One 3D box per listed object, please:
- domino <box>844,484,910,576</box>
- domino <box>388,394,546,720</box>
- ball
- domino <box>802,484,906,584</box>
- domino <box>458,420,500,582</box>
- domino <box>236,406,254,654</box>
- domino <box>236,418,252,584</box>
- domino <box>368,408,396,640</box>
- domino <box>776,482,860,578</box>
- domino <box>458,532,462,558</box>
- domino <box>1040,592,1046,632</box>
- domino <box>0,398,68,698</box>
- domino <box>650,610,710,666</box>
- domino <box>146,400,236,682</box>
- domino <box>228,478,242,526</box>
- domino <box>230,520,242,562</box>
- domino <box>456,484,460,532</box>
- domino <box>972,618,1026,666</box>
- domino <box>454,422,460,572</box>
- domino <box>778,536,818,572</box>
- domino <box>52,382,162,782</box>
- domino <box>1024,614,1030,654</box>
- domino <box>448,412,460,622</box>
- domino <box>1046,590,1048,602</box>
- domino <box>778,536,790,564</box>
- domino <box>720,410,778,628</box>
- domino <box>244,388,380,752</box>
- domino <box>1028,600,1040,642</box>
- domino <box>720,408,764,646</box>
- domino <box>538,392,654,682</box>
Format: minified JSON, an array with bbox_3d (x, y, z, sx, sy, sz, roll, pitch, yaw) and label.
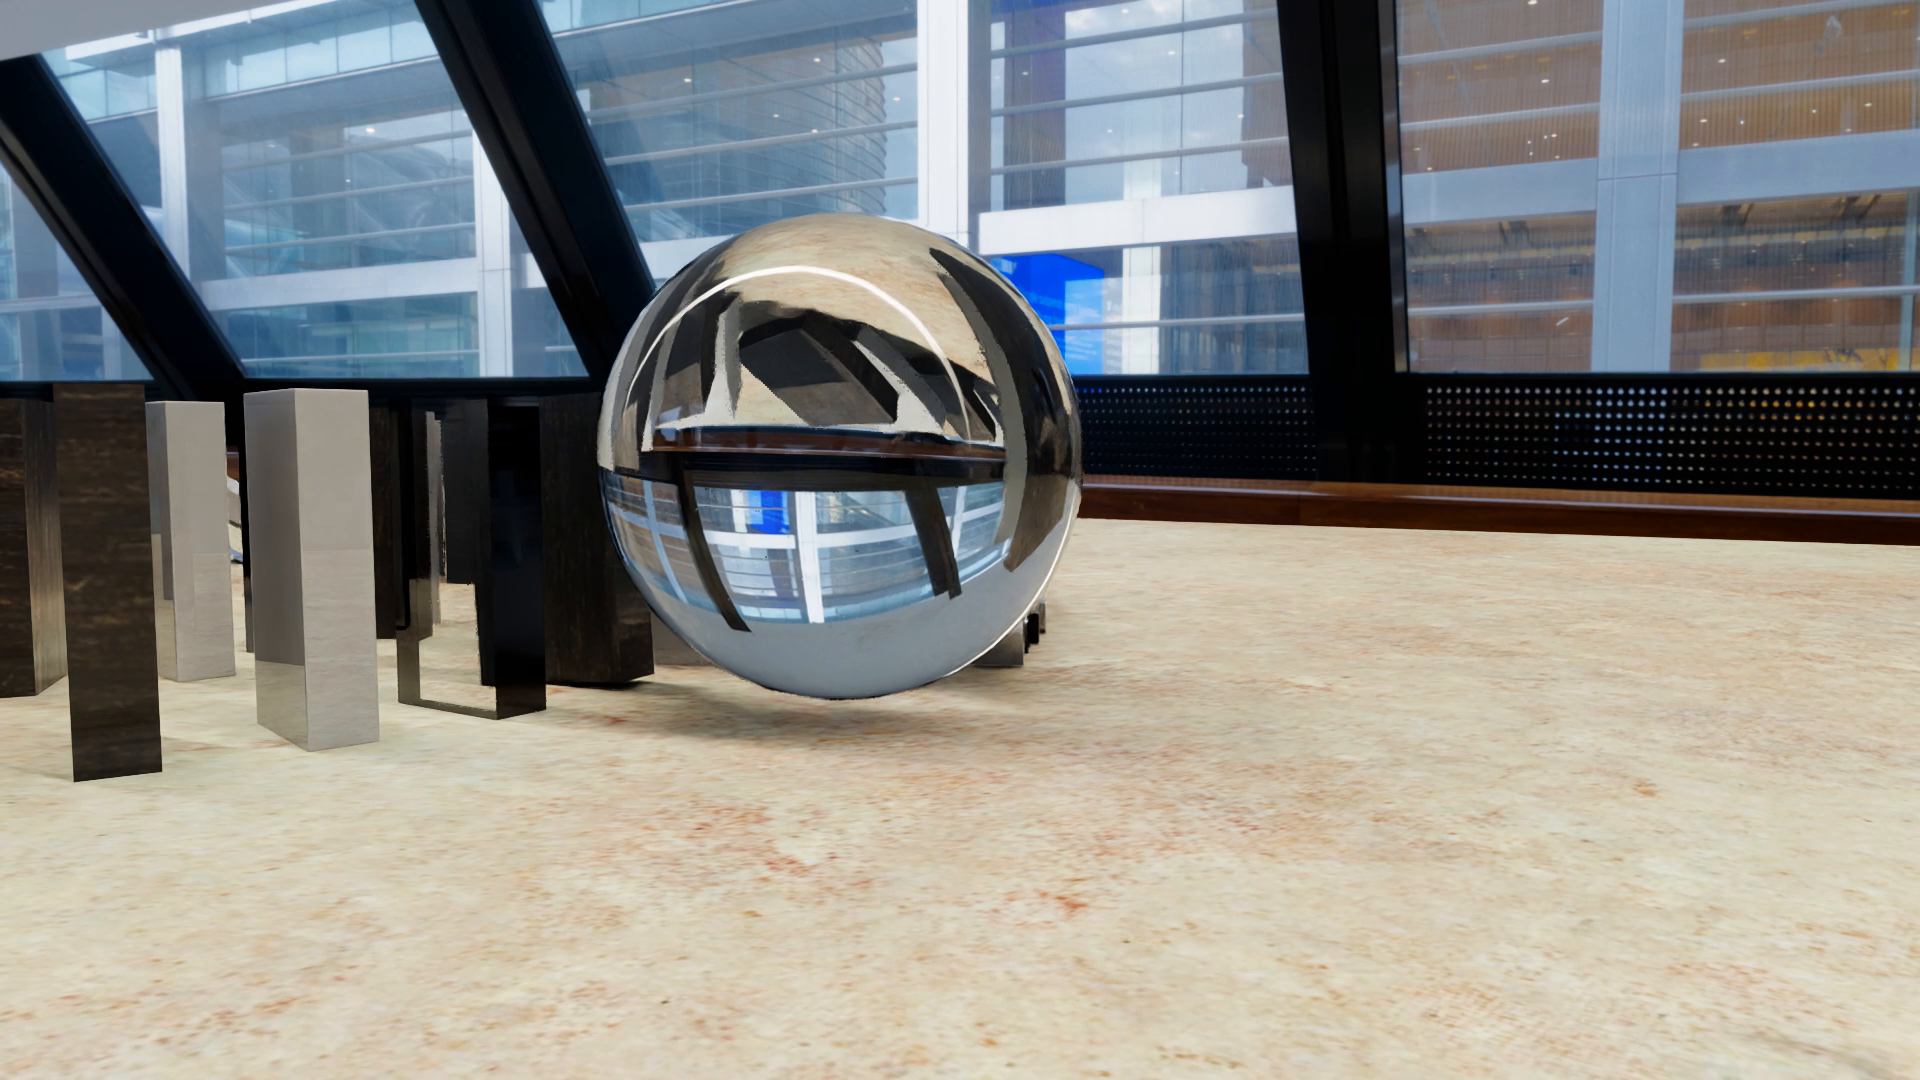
[{"bbox_3d":[-0.014,-0.002,0.395,0.025,0.009,0.050,-2,30,-29],"label":"domino"},{"bbox_3d":[-0.079,0.002,0.206,0.025,0.050,0.010,3,5,33],"label":"domino"},{"bbox_3d":[-0.019,-0.014,0.214,0.080,0.080,0.080,0,4,0],"label":"ball"},{"bbox_3d":[-0.029,-0.003,0.414,0.025,0.010,0.050,-3,29,-34],"label":"domino"},{"bbox_3d":[-0.146,-0.013,0.405,0.010,0.050,0.025,1,4,13],"label":"domino"},{"bbox_3d":[-0.132,-0.002,0.259,0.025,0.050,0.010,2,5,25],"label":"domino"},{"bbox_3d":[-0.219,-0.013,0.402,0.010,0.050,0.025,-2,5,-24],"label":"domino"},{"bbox_3d":[-0.127,-0.004,0.283,0.025,0.050,0.009,0,4,-4],"label":"domino"},{"bbox_3d":[-0.047,-0.004,0.431,0.025,0.010,0.050,-4,30,-42],"label":"domino"},{"bbox_3d":[-0.206,-0.008,0.480,0.050,0.009,0.025,25,2,-6],"label":"domino"},{"bbox_3d":[0.008,0.001,0.306,0.025,0.010,0.050,0,41,5],"label":"domino"},{"bbox_3d":[-0.165,0.001,0.224,0.009,0.050,0.025,-2,5,-23],"label":"domino"},{"bbox_3d":[-0.060,-0.001,0.251,0.025,0.050,0.009,1,4,14],"label":"domino"},{"bbox_3d":[-0.146,0.000,0.239,0.025,0.050,0.009,4,6,41],"label":"domino"},{"bbox_3d":[-0.253,-0.009,0.467,0.050,0.010,0.025,29,-3,-15],"label":"domino"},{"bbox_3d":[-0.274,-0.009,0.458,0.050,0.009,0.025,33,-7,-19],"label":"domino"},{"bbox_3d":[-0.181,-0.008,0.483,0.050,0.009,0.025,25,6,3],"label":"domino"},{"bbox_3d":[0.001,0.003,0.262,0.025,0.009,0.050,0,46,5],"label":"domino"},{"bbox_3d":[-0.171,-0.013,0.409,0.009,0.050,0.025,0,4,4],"label":"domino"},{"bbox_3d":[-0.065,-0.005,0.447,0.025,0.010,0.050,-4,30,-46],"label":"domino"},{"bbox_3d":[-0.114,0.005,0.173,0.009,0.050,0.025,-3,5,-33],"label":"domino"},{"bbox_3d":[0.003,0.002,0.276,0.025,0.010,0.050,0,46,5],"label":"domino"},{"bbox_3d":[-0.134,-0.005,0.306,0.025,0.050,0.009,-2,5,-24],"label":"domino"},{"bbox_3d":[0.007,0.003,0.327,0.025,0.009,0.050,0,29,-2],"label":"domino"},{"bbox_3d":[-0.087,-0.006,0.460,0.050,0.010,0.025,31,21,31],"label":"domino"},{"bbox_3d":[-0.056,-0.005,0.300,0.025,0.050,0.009,0,4,-6],"label":"domino"},{"bbox_3d":[-0.095,0.003,0.188,0.009,0.050,0.025,-4,6,-43],"label":"domino"},{"bbox_3d":[0.006,0.001,0.290,0.025,0.009,0.050,0,46,5],"label":"domino"},{"bbox_3d":[-0.056,-0.003,0.275,0.025,0.050,0.010,0,4,6],"label":"domino"},{"bbox_3d":[-0.069,0.000,0.229,0.025,0.050,0.009,-2,3,22],"label":"domino"}]
